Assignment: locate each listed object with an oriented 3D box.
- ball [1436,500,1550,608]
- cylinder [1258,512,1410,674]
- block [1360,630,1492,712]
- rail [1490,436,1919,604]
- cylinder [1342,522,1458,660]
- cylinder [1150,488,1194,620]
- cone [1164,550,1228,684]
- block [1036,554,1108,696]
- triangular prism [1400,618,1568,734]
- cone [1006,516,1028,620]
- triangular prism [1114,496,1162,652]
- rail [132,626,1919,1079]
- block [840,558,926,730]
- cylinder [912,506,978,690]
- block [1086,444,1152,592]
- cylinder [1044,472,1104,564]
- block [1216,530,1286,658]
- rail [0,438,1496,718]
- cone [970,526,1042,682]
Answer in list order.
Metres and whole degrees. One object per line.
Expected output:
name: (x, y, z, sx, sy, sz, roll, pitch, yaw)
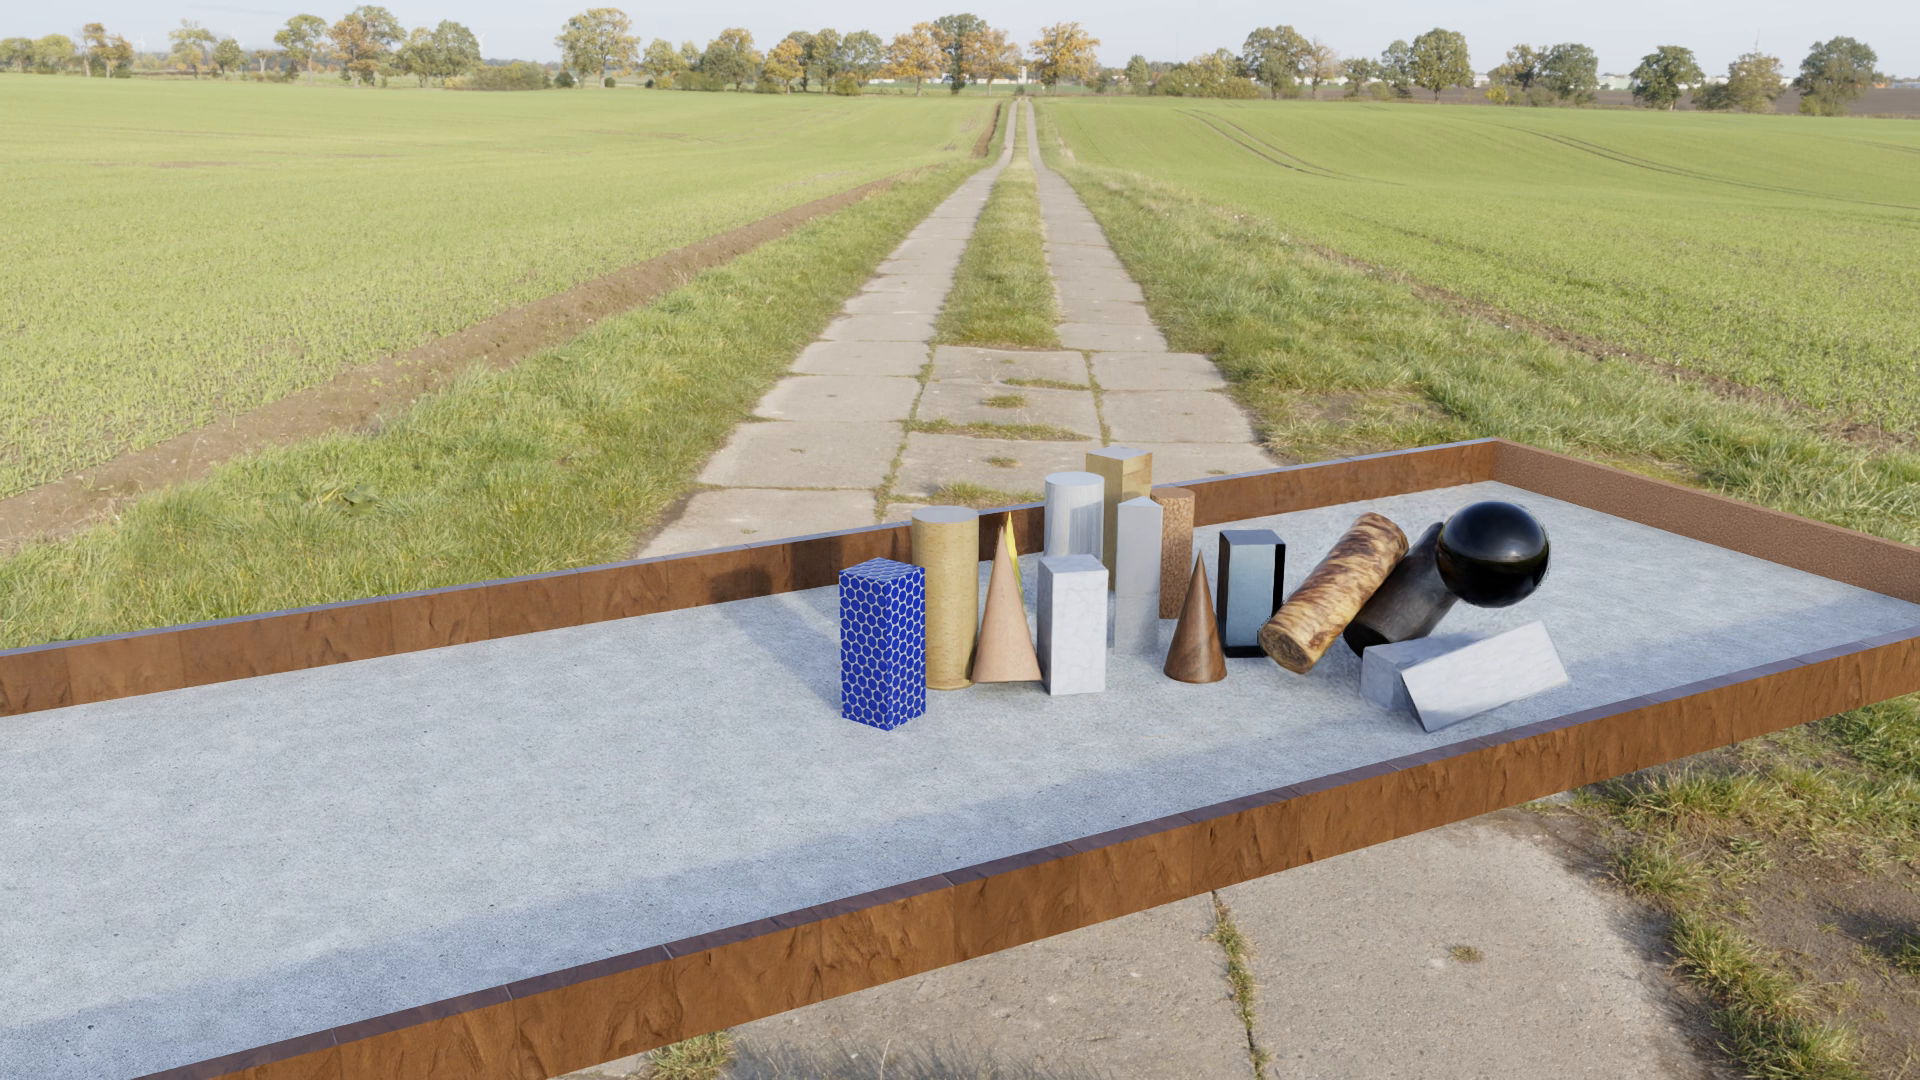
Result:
ball: (1.298, 0.034, 4.023, 0.267, 0.267, 0.267, 0, 16, 0)
cylinder: (0.948, 0.132, 4.172, 0.441, 0.153, 0.153, -45, 38, -23)
block: (1.170, 0.318, 4.054, 0.346, 0.123, 0.123, -7, 18, -21)
rail: (2.466, -0.048, 5.253, 0.050, 0.150, 2.100, -9, 18, -27)
cylinder: (1.167, 0.146, 4.233, 0.379, 0.176, 0.176, -45, 36, -20)
cylinder: (0.588, 0.036, 4.613, 0.124, 0.348, 0.124, 0, 16, 0)
cone: (0.600, 0.178, 4.162, 0.163, 0.331, 0.163, 0, 16, 0)
block: (0.276, 0.209, 4.084, 0.138, 0.315, 0.138, -3, 17, -12)
triangular prism: (1.213, 0.305, 3.861, 0.343, 0.135, 0.156, -21, 16, 4)
cone: (0.129, 0.104, 4.335, 0.122, 0.375, 0.122, 0, 16, 0)
triangular prism: (0.474, 0.088, 4.352, 0.115, 0.396, 0.100, 3, 17, 11)
rail: (-2.336, 1.006, 1.665, 12.000, 0.150, 0.050, -9, 18, -27)
block: (-0.181, 0.243, 3.883, 0.141, 0.364, 0.141, 12, 20, 35)
cylinder: (-0.036, 0.143, 4.103, 0.166, 0.431, 0.166, 0, 16, 0)
block: (0.464, -0.064, 4.866, 0.138, 0.399, 0.138, 15, 22, 41)
cylinder: (0.316, 0.019, 4.598, 0.165, 0.391, 0.165, 0, 16, 0)
block: (0.760, 0.140, 4.333, 0.139, 0.308, 0.139, -1, 16, -5)
rail: (-3.305, 0.497, 3.399, 12.000, 0.150, 0.050, -9, 18, -27)
cone: (0.109, 0.152, 4.079, 0.177, 0.389, 0.177, -2, -4, 0)
